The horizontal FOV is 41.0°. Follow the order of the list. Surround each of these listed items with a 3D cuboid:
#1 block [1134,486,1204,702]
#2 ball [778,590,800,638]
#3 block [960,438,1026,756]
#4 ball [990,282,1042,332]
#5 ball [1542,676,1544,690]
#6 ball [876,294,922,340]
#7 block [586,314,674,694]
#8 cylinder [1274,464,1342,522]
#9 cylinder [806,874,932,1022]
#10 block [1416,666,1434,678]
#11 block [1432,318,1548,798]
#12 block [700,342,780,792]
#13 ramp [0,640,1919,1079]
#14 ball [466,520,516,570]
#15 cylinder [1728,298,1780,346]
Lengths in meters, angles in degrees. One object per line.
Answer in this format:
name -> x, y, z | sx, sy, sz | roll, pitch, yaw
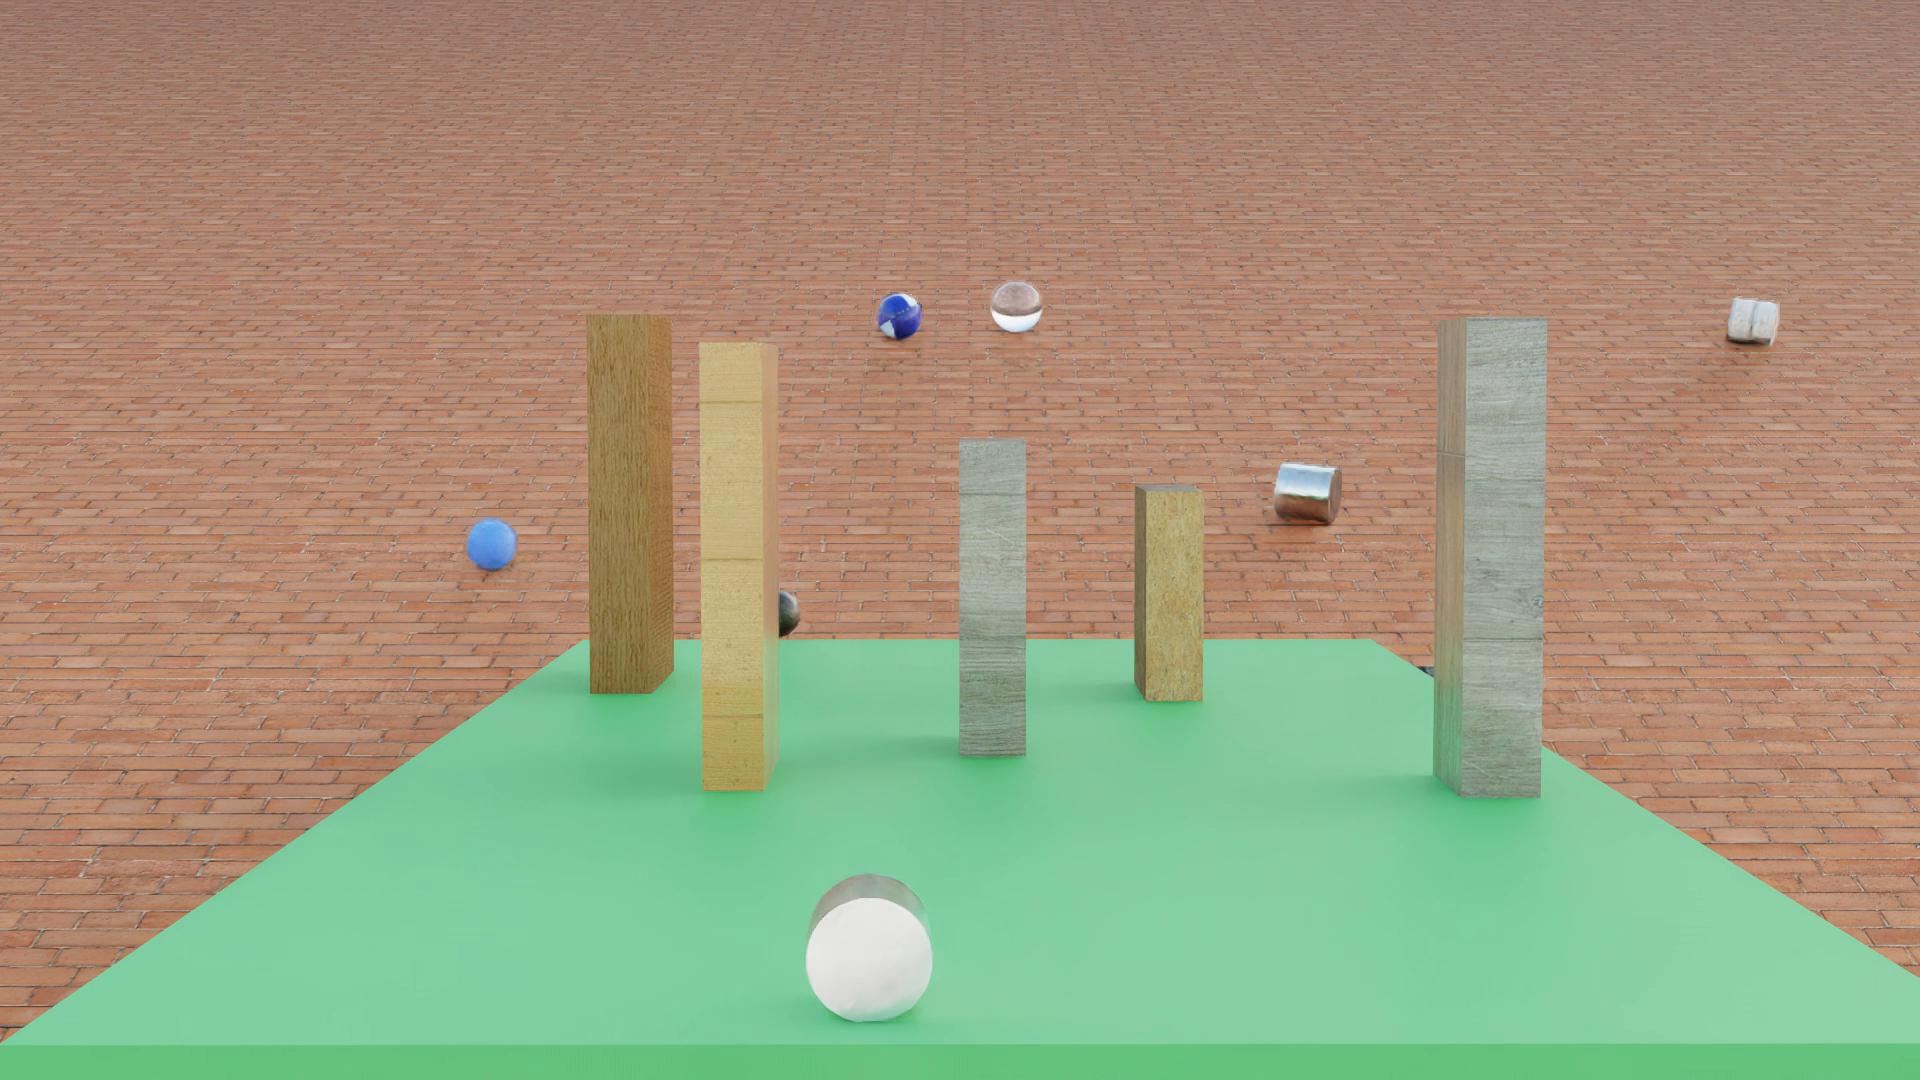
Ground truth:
block -> 0.438, 0.105, 5.416 | 0.117, 0.429, 0.340 | 0, 4, 0
ball -> -0.471, 0.190, 6.598 | 0.123, 0.123, 0.123 | 0, 20, 0
block -> 0.057, 0.096, 4.594 | 0.116, 0.550, 0.265 | 0, 4, 0
ball -> 0.211, -0.870, 9.592 | 0.191, 0.191, 0.191 | 0, 20, 0
ball -> 1.387, 0.352, 6.363 | 0.117, 0.117, 0.117 | 0, 20, 0
ball -> -0.225, -0.828, 9.511 | 0.168, 0.168, 0.168 | 0, 20, 0
block -> -0.712, -0.087, 5.580 | 0.130, 0.794, 0.429 | 0, 4, 0
cylinder -> 1.036, -0.141, 7.643 | 0.160, 0.160, 0.160 | 7, 21, 21
cylinder -> -0.094, 0.424, 2.680 | 0.129, 0.129, 0.129 | -1, 4, -2
block -> 1.118, 0.388, 6.259 | 0.121, 0.121, 0.121 | 2, 20, 6
block -> 0.850, 0.022, 4.133 | 0.125, 0.752, 0.241 | 0, 4, 0
block -> -0.363, 0.033, 4.269 | 0.098, 0.715, 0.371 | 0, 4, 0
ramp -> 0.047, 0.425, 4.533 | 2.000, 0.100, 4.000 | 0, 4, 0
ball -> -1.323, 0.014, 7.250 | 0.141, 0.141, 0.141 | 0, 20, 0
cylinder -> 2.921, -0.802, 9.454 | 0.156, 0.156, 0.156 | 10, 22, 23
